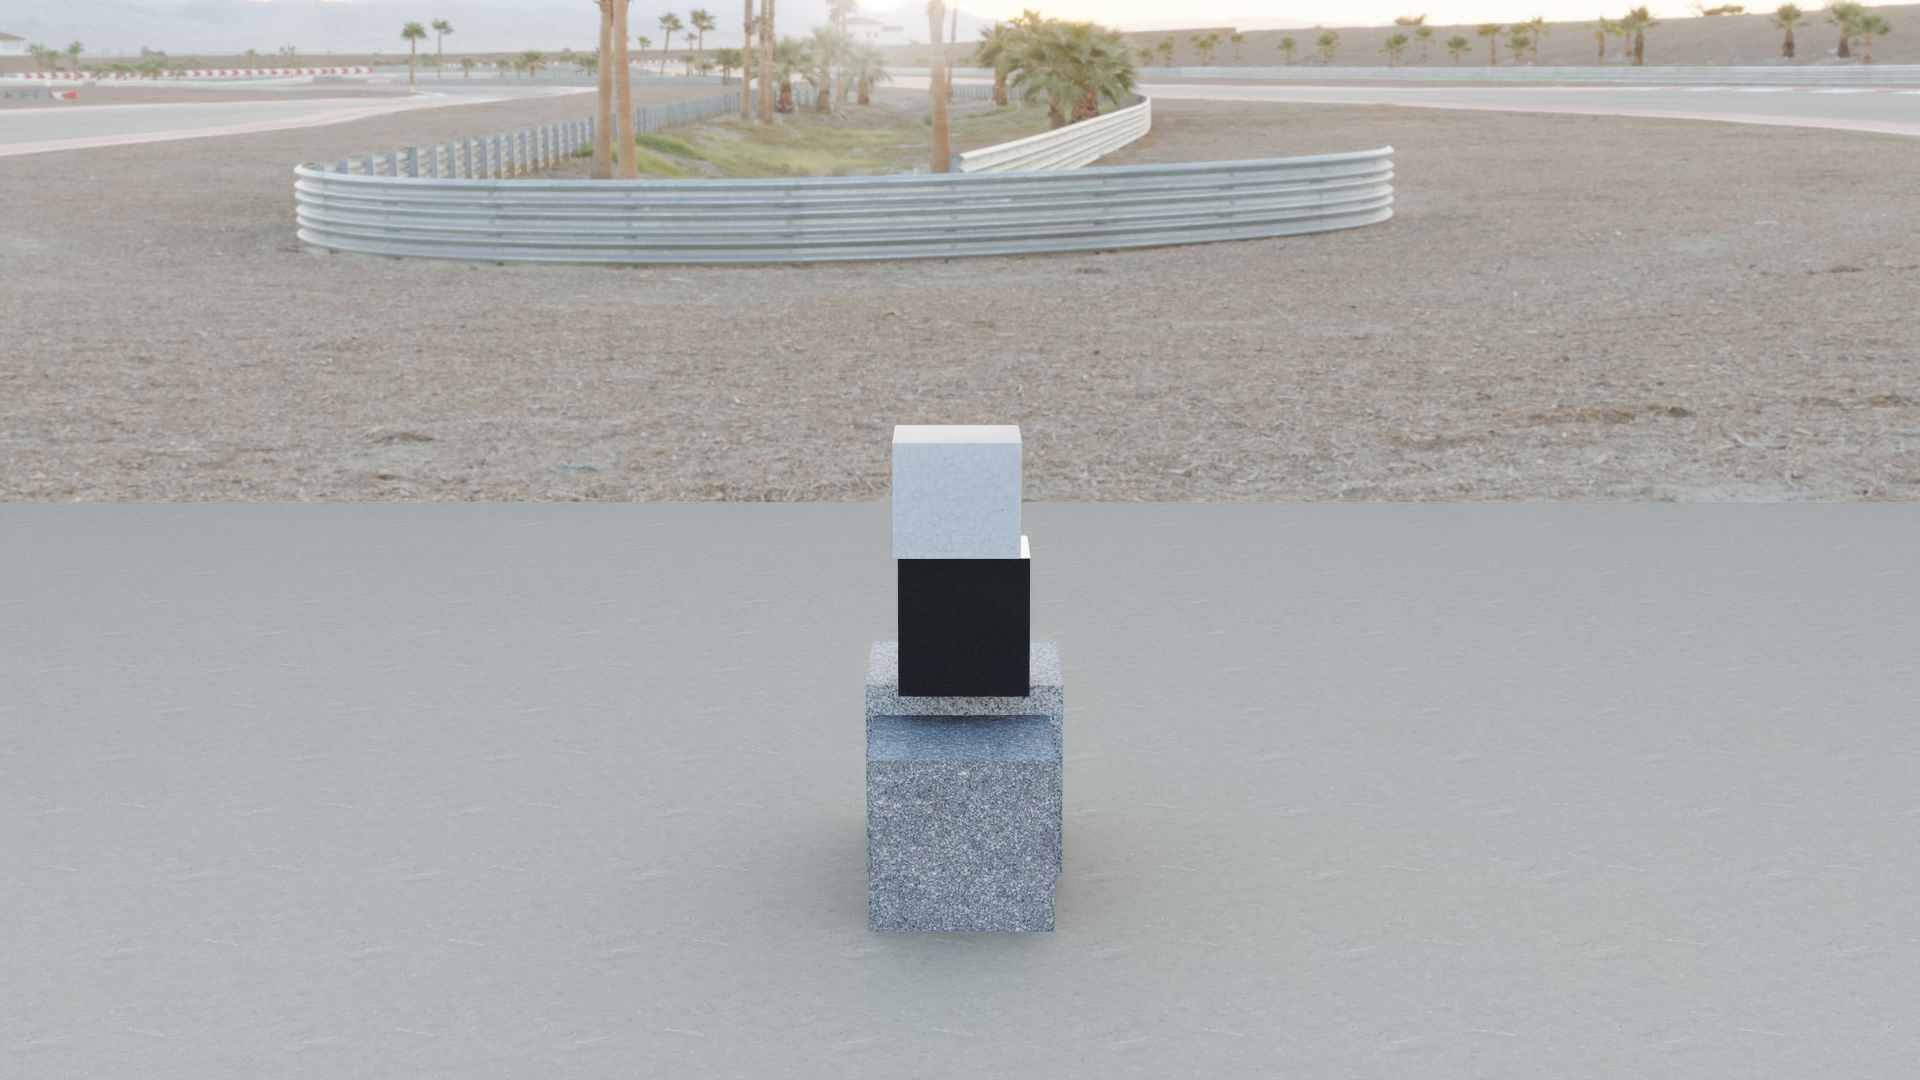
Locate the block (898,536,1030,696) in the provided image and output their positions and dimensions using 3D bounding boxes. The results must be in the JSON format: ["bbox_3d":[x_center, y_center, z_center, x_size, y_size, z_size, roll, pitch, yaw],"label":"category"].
[{"bbox_3d":[0.017,0.328,11.240,0.565,0.608,0.524,0,10,0],"label":"block"}]

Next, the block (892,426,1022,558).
[{"bbox_3d":[-0.013,-0.215,11.141,0.546,0.496,0.553,0,10,0],"label":"block"}]

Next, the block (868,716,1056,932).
[{"bbox_3d":[0.007,1.195,10.946,0.768,0.731,0.754,0,10,0],"label":"block"}]

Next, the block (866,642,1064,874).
[{"bbox_3d":[0.019,0.983,11.747,0.865,0.863,0.878,0,10,0],"label":"block"}]
